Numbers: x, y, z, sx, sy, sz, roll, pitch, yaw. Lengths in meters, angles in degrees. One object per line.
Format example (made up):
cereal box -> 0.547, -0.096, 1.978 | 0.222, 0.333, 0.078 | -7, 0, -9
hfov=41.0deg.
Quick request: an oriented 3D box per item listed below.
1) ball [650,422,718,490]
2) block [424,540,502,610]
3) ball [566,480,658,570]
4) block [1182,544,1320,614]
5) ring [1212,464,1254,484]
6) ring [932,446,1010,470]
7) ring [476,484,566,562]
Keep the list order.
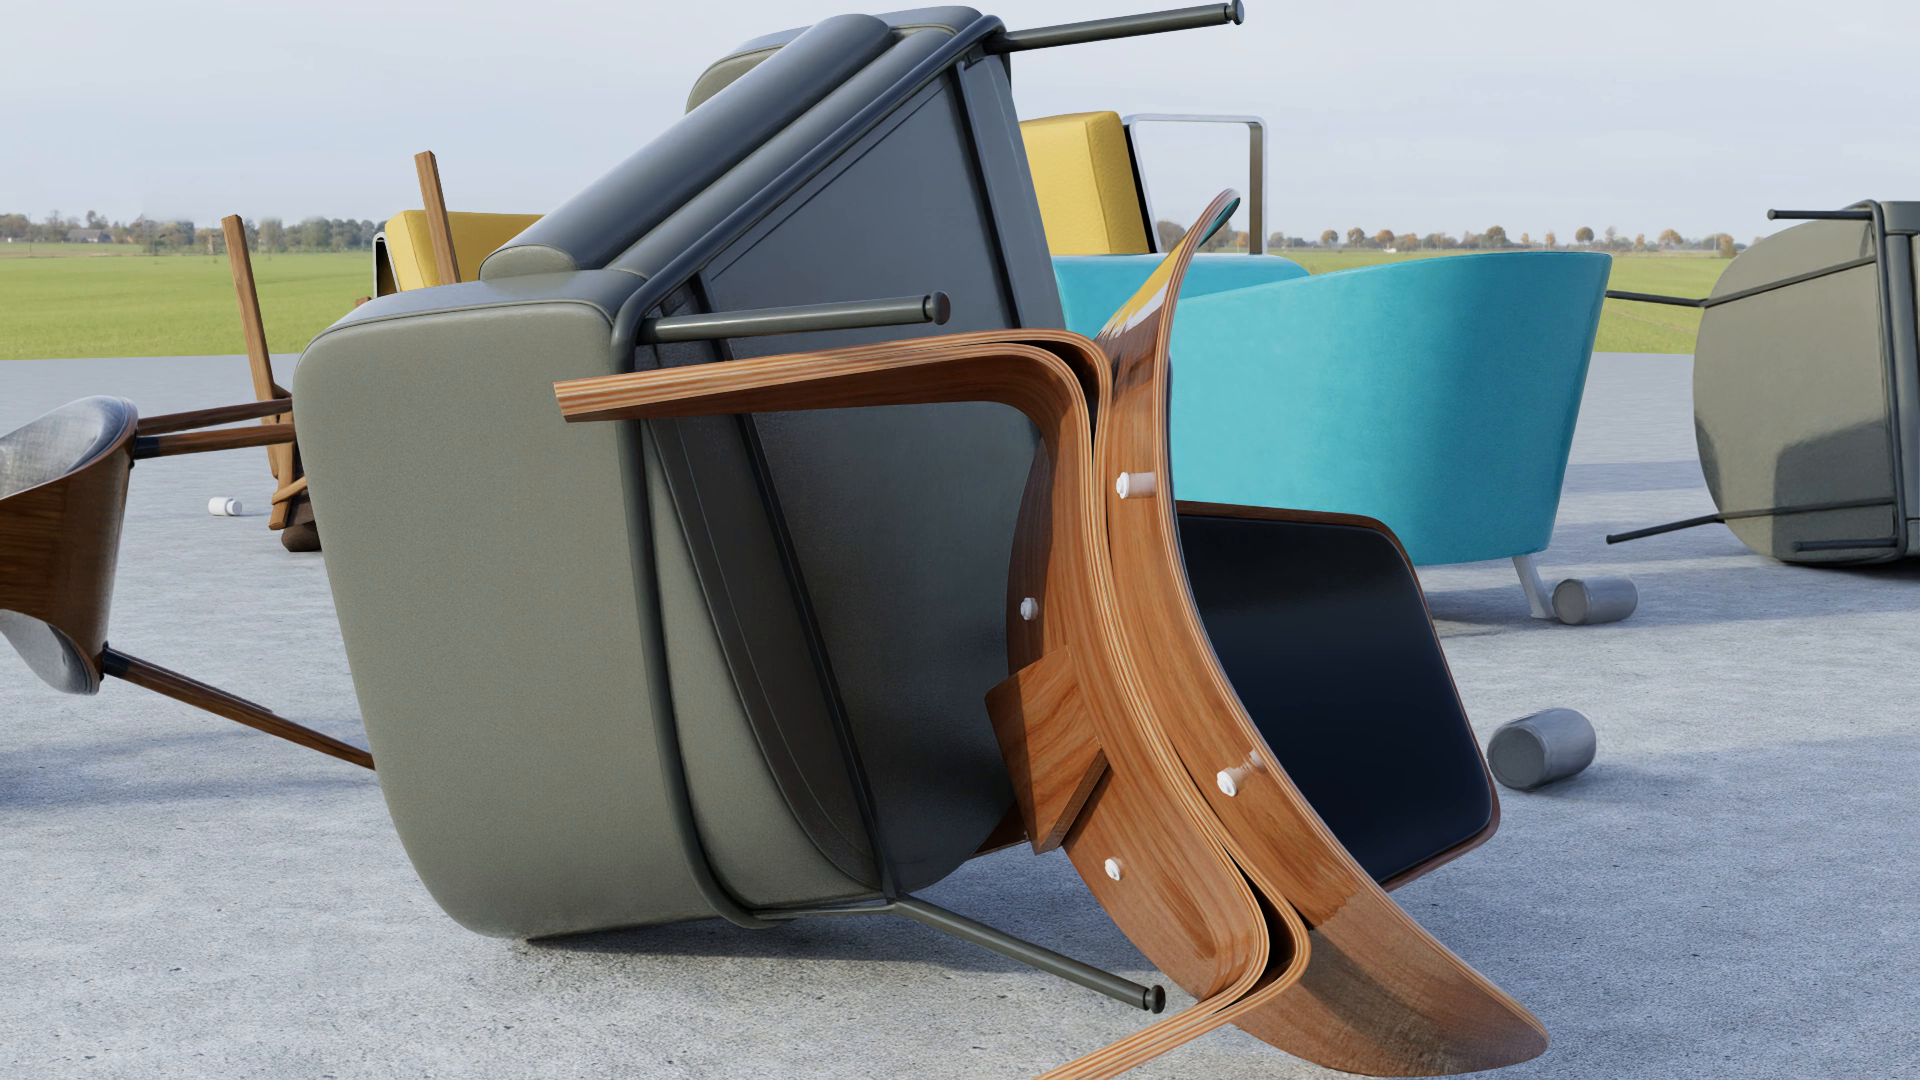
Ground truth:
ball -> -0.850, -0.261, 7.924 | 0.209, 0.209, 0.209 | 0, 6, 0
block -> -0.994, 0.068, 5.135 | 0.124, 0.126, 0.091 | 2, 6, 19
ball -> -0.781, -0.034, 5.754 | 0.202, 0.202, 0.202 | 0, 6, 0
block -> 0.582, 0.076, 5.139 | 0.205, 0.110, 0.177 | 6, 8, 45
ring -> 0.871, -0.211, 8.196 | 0.137, 0.055, 0.124 | 1, 4, 20
ring -> 0.038, -0.284, 8.824 | 0.271, 0.072, 0.217 | 0, 5, -7
ring -> -1.031, -0.041, 6.036 | 0.205, 0.159, 0.389 | -8, 3, -2
